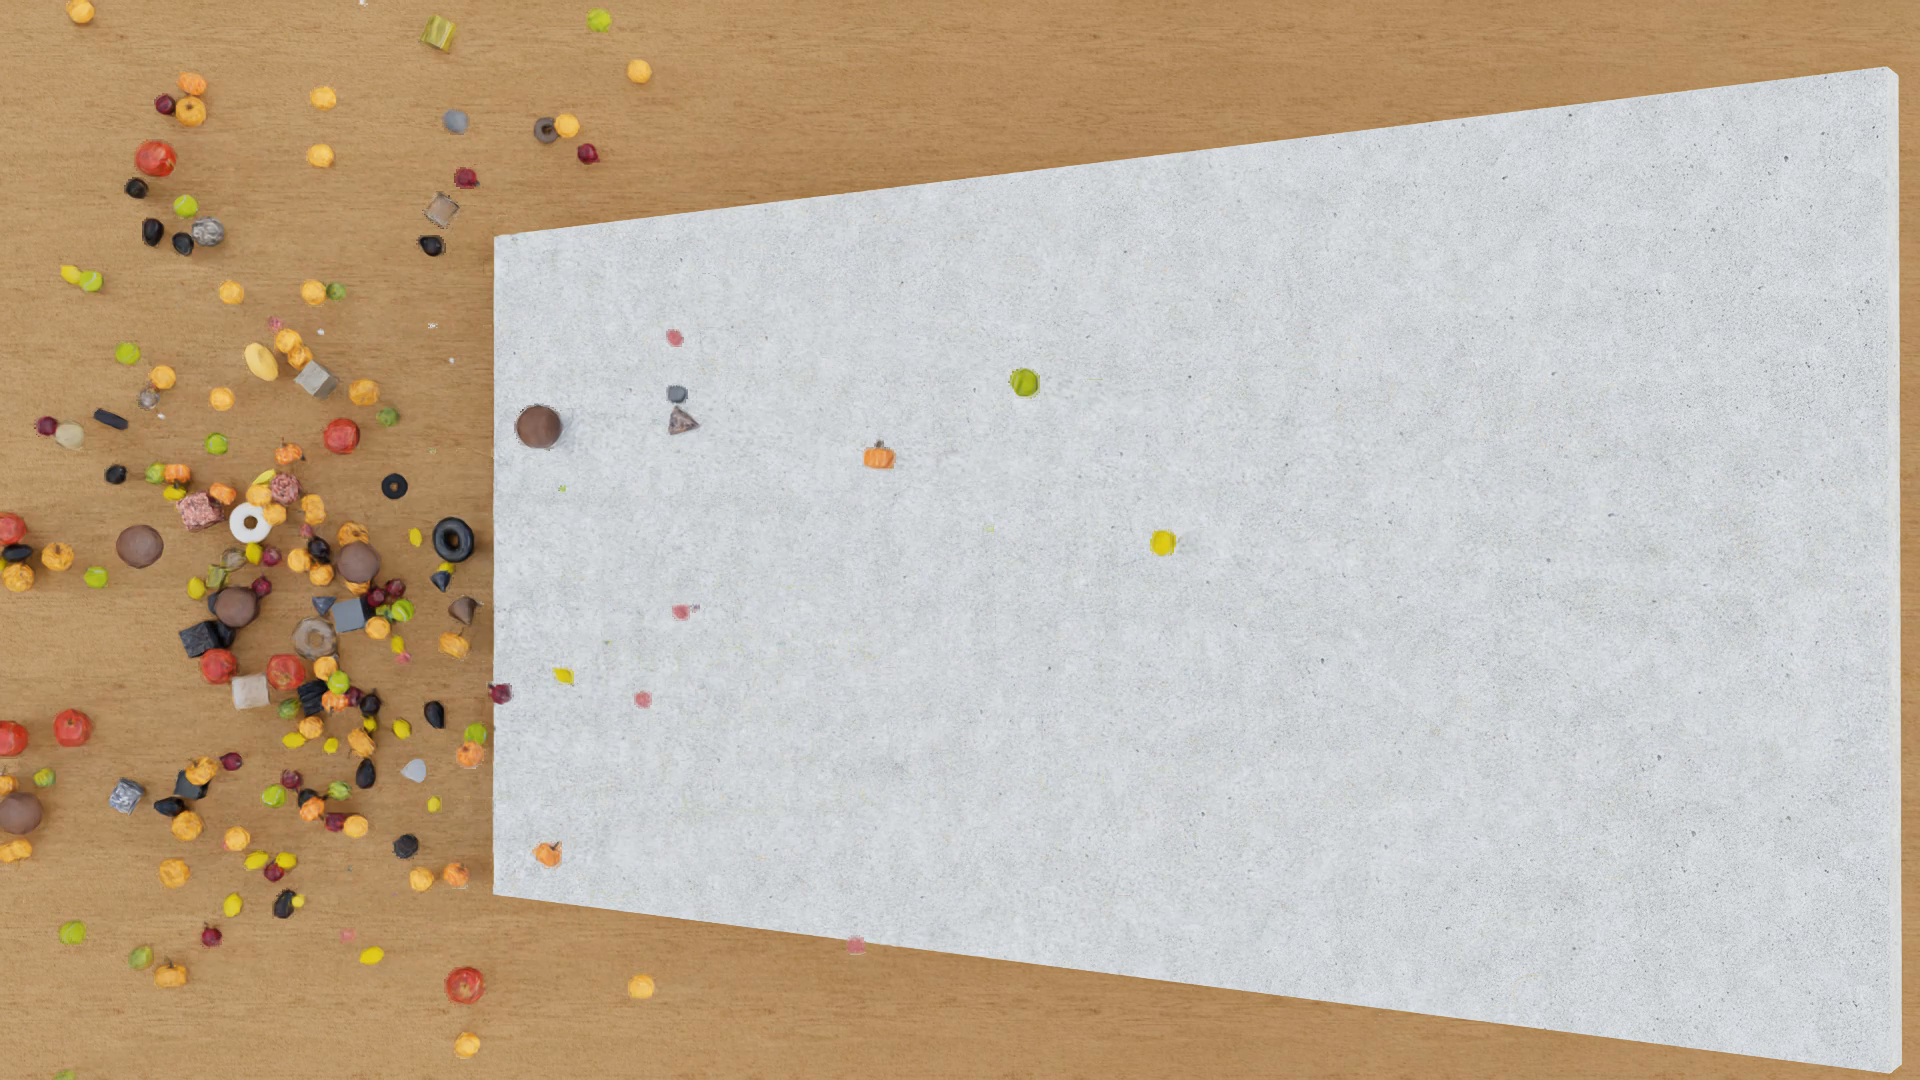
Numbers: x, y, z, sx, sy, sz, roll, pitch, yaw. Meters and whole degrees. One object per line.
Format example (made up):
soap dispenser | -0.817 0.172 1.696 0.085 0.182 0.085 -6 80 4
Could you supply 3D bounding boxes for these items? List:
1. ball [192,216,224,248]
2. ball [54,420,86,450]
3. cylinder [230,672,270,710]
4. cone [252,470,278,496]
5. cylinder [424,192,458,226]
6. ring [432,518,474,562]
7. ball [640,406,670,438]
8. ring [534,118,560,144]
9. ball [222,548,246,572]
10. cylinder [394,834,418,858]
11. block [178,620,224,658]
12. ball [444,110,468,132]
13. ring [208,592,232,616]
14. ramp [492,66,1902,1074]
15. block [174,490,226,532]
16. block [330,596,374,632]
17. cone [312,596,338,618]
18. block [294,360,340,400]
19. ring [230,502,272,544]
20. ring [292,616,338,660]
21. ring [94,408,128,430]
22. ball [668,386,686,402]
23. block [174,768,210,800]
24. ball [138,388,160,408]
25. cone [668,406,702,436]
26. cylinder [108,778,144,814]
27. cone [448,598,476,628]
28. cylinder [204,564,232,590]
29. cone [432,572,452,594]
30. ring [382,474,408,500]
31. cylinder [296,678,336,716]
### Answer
ball | -2.301 -0.944 6.725 0.095 0.095 0.095 0 90 0
ball | -2.659 -0.314 6.571 0.085 0.085 0.085 0 90 0
cylinder | -2.136 0.455 6.621 0.099 0.099 0.099 -9 90 -15
cone | -2.114 -0.161 6.748 0.080 0.080 0.080 -30 116 0
cylinder | -1.587 -1.011 6.731 0.076 0.076 0.076 36 84 0
ring | -1.550 0.000 6.723 0.143 0.048 0.143 5 104 20
ball | -0.868 -0.338 6.295 0.095 0.095 0.095 0 90 0
ring | -1.270 -1.260 6.761 0.081 0.027 0.081 0 88 0
ball | -2.201 0.059 6.666 0.072 0.072 0.072 0 90 0
cylinder | -1.694 0.936 6.722 0.065 0.065 0.065 0 91 -5
block | -2.319 0.303 6.720 0.085 0.085 0.085 -24 90 0
ball | -1.546 -1.284 6.740 0.070 0.070 0.070 0 90 0
ring | -2.271 0.195 6.749 0.075 0.025 0.075 0 87 -7
ramp | 0.242 0.067 5.566 4.000 0.100 2.000 0 89 35
block | -2.320 -0.089 6.718 0.096 0.096 0.096 -23 90 0
block | -1.854 0.228 6.716 0.089 0.089 0.089 -14 90 3
cone | -1.940 0.188 6.747 0.071 0.071 0.071 -32 90 -27
block | -1.963 -0.489 6.721 0.081 0.081 0.081 40 90 12
ring | -2.175 -0.054 6.744 0.129 0.043 0.129 0 88 0
ring | -1.977 0.303 6.740 0.137 0.046 0.137 0 90 -1
ring | -2.590 -0.367 6.711 0.104 0.104 0.035 29 99 0
ball | -0.802 -0.413 6.218 0.050 0.050 0.050 0 90 0
block | -2.346 0.747 6.722 0.073 0.073 0.073 14 90 0
ball | -2.485 -0.434 6.738 0.060 0.060 0.060 0 90 0
cone | -0.767 -0.327 6.201 0.085 0.085 0.085 11 90 8
cylinder | -2.548 0.783 6.720 0.078 0.078 0.078 30 89 0
cone | -1.499 0.235 6.682 0.086 0.086 0.086 -33 55 0
cylinder | -2.271 0.114 6.732 0.064 0.064 0.064 16 88 0
cone | -1.555 0.136 6.610 0.061 0.061 0.061 -13 55 0
ring | -1.737 -0.164 6.753 0.080 0.027 0.080 0 89 1
cylinder | -1.967 0.478 6.715 0.090 0.090 0.090 -21 89 0
